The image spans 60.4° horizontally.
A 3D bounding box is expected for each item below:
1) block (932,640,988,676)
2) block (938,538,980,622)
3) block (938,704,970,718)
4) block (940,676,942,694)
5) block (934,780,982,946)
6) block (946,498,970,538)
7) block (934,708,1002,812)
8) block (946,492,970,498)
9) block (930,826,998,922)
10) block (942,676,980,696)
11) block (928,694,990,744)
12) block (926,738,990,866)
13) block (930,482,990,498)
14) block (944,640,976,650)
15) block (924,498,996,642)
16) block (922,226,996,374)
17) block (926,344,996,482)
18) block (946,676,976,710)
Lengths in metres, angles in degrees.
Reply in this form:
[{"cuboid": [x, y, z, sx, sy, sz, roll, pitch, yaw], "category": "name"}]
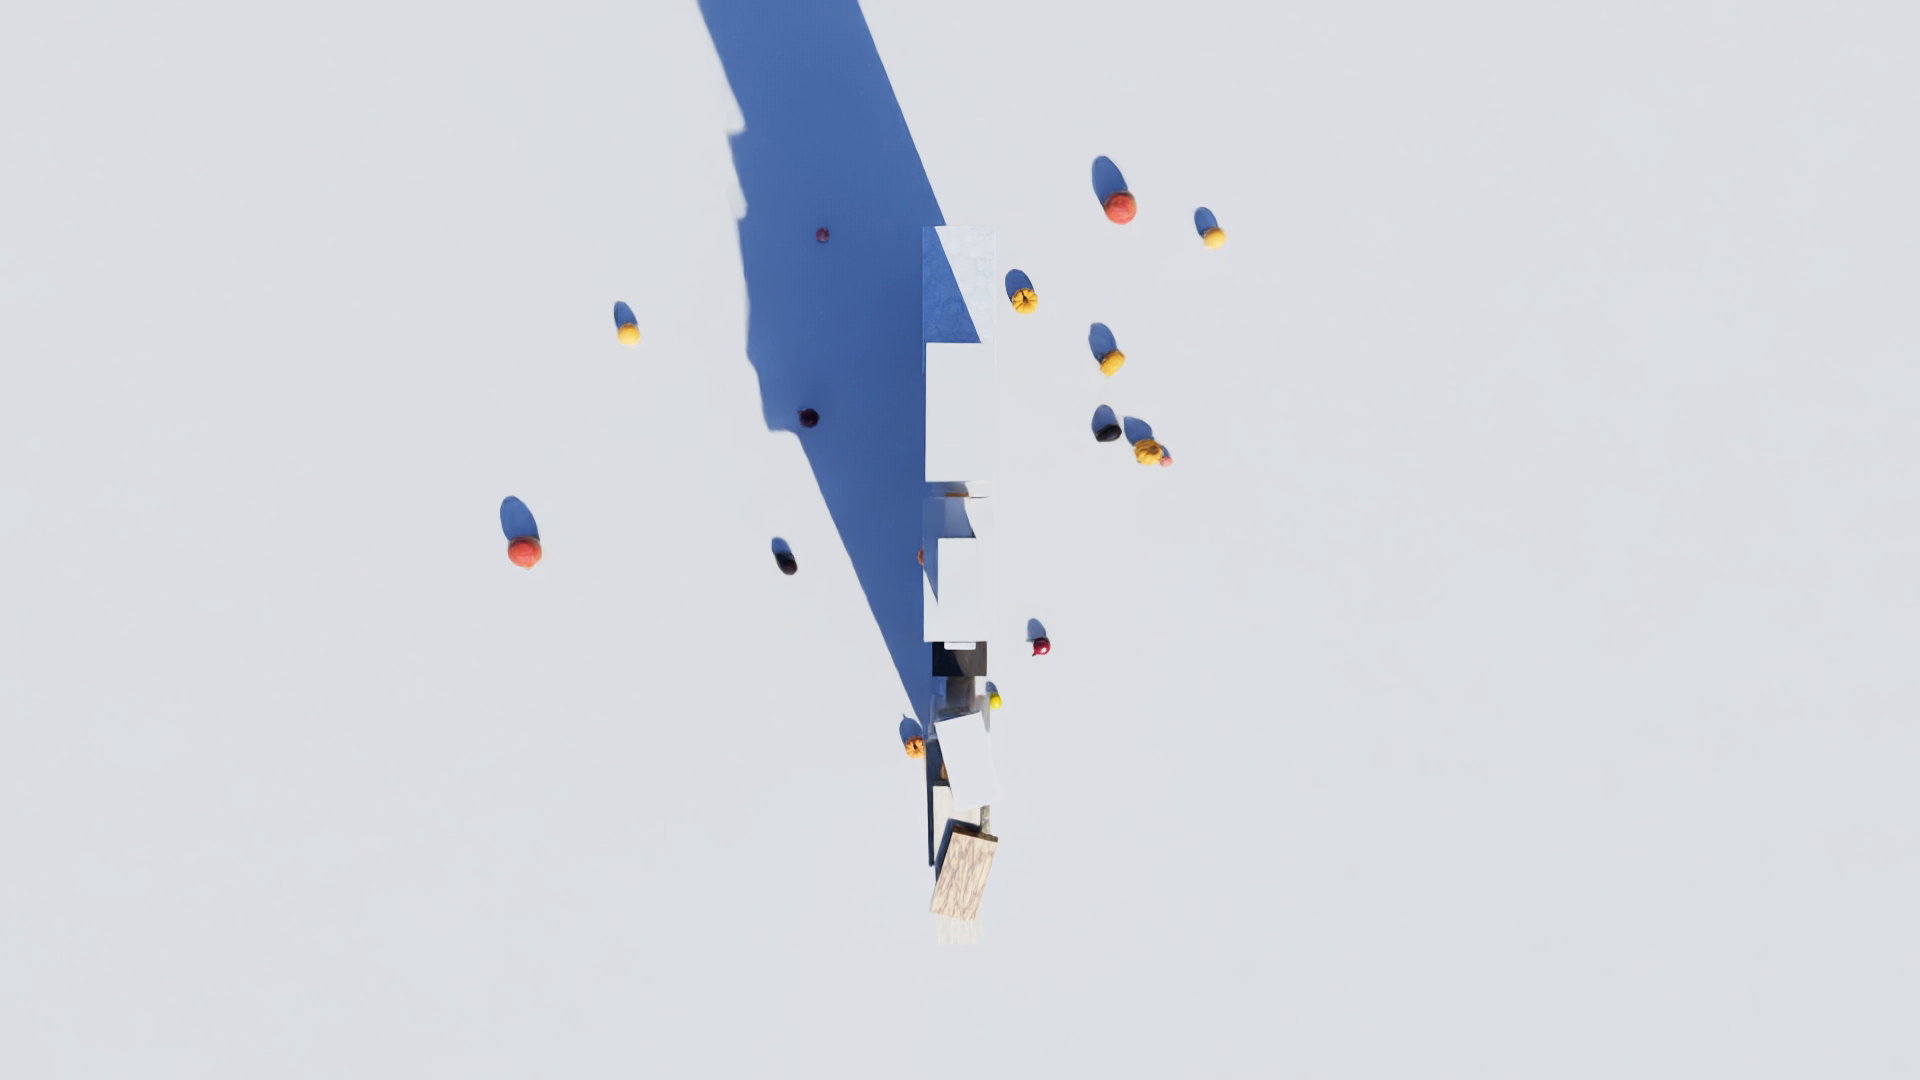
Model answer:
[{"cuboid": [-0.001, 0.223, 4.521, 0.149, 0.042, 0.299, 0, 90, 0], "category": "block"}, {"cuboid": [-0.002, 0.095, 3.873, 0.099, 0.028, 0.197, 0, 90, 0], "category": "block"}, {"cuboid": [-0.004, 0.520, 4.340, 0.081, 0.023, 0.161, -9, 100, 1], "category": "block"}, {"cuboid": [-0.004, 0.495, 5.244, 0.120, 0.034, 0.239, 0, 90, 0], "category": "block"}, {"cuboid": [-0.006, 0.872, 4.441, 0.124, 0.035, 0.479, -1, 108, 0], "category": "block"}, {"cuboid": [-0.006, -0.045, 3.957, 0.057, 0.016, 0.113, -1, 89, 0], "category": "block"}, {"cuboid": [0.023, 0.577, 4.320, 0.124, 0.035, 0.247, -14, 100, 1], "category": "block"}, {"cuboid": [-0.005, -0.095, 4.022, 0.057, 0.113, 0.016, 0, 105, 0], "category": "block"}, {"cuboid": [0.009, 0.895, 4.412, 0.124, 0.035, 0.247, 14, 107, -5], "category": "block"}, {"cuboid": [0.003, 0.471, 4.990, 0.111, 0.031, 0.221, 0, 90, 0], "category": "block"}, {"cuboid": [-0.001, 0.514, 4.676, 0.170, 0.339, 0.048, 1, 103, 0], "category": "block"}, {"cuboid": [-0.004, 0.711, 4.477, 0.170, 0.048, 0.339, -2, 94, 0], "category": "block"}, {"cuboid": [-0.001, -0.255, 4.099, 0.148, 0.042, 0.296, 0, 90, 0], "category": "block"}, {"cuboid": [0.000, 0.278, 4.419, 0.081, 0.161, 0.023, 0, 88, 0], "category": "block"}, {"cuboid": [-0.002, 0.074, 4.110, 0.176, 0.050, 0.353, 0, 90, 0], "category": "block"}, {"cuboid": [-0.002, -0.587, 4.036, 0.177, 0.050, 0.355, 0, 90, 0], "category": "block"}, {"cuboid": [0.001, -0.284, 3.683, 0.153, 0.043, 0.306, 0, 90, 0], "category": "block"}, {"cuboid": [0.002, 0.435, 4.594, 0.081, 0.505, 0.023, 0, 100, 0], "category": "block"}]
